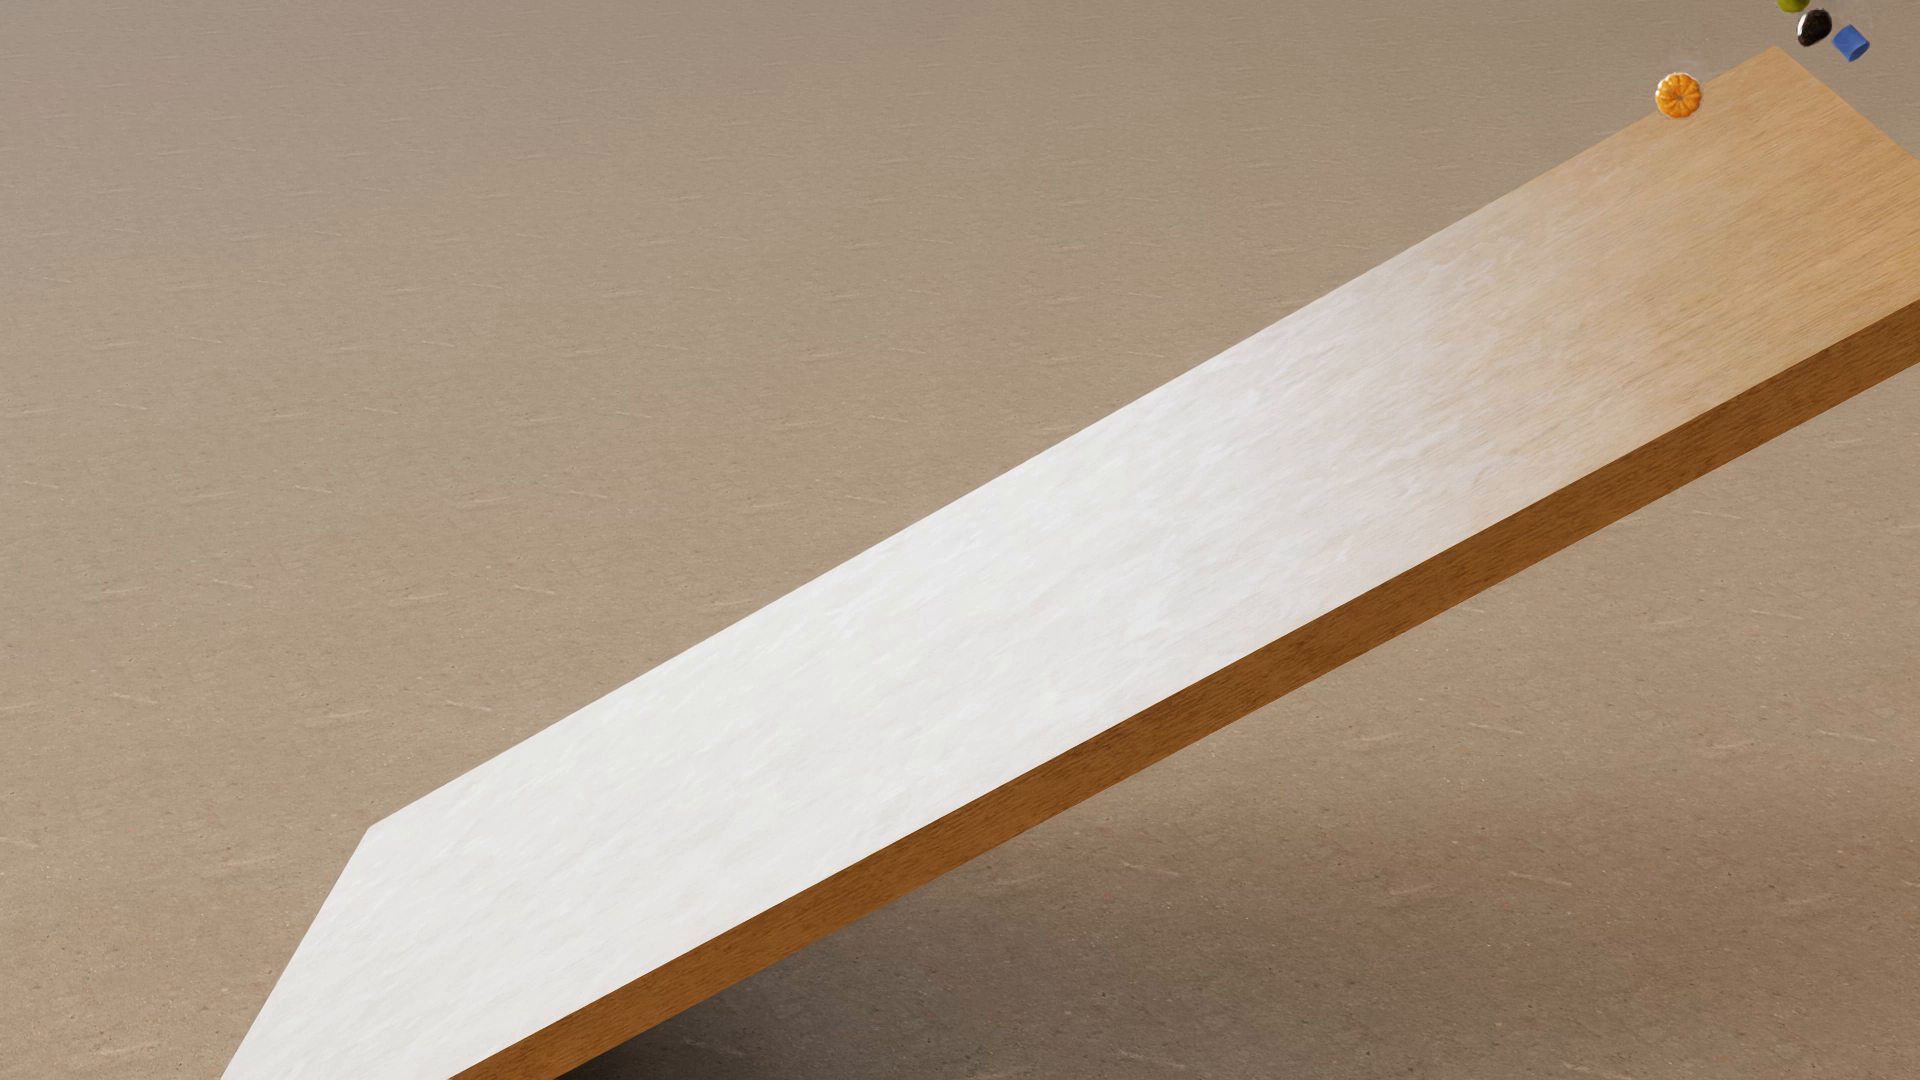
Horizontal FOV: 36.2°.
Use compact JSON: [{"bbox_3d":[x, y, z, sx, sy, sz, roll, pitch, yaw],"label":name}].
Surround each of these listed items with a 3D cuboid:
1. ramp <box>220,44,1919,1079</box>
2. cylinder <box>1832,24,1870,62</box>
[{"bbox_3d":[0.142,0.168,6.287,4.000,0.100,2.000,-29,15,12],"label":"ramp"},{"bbox_3d":[1.736,-0.968,5.730,0.051,0.051,0.051,-16,62,-39],"label":"cylinder"}]
